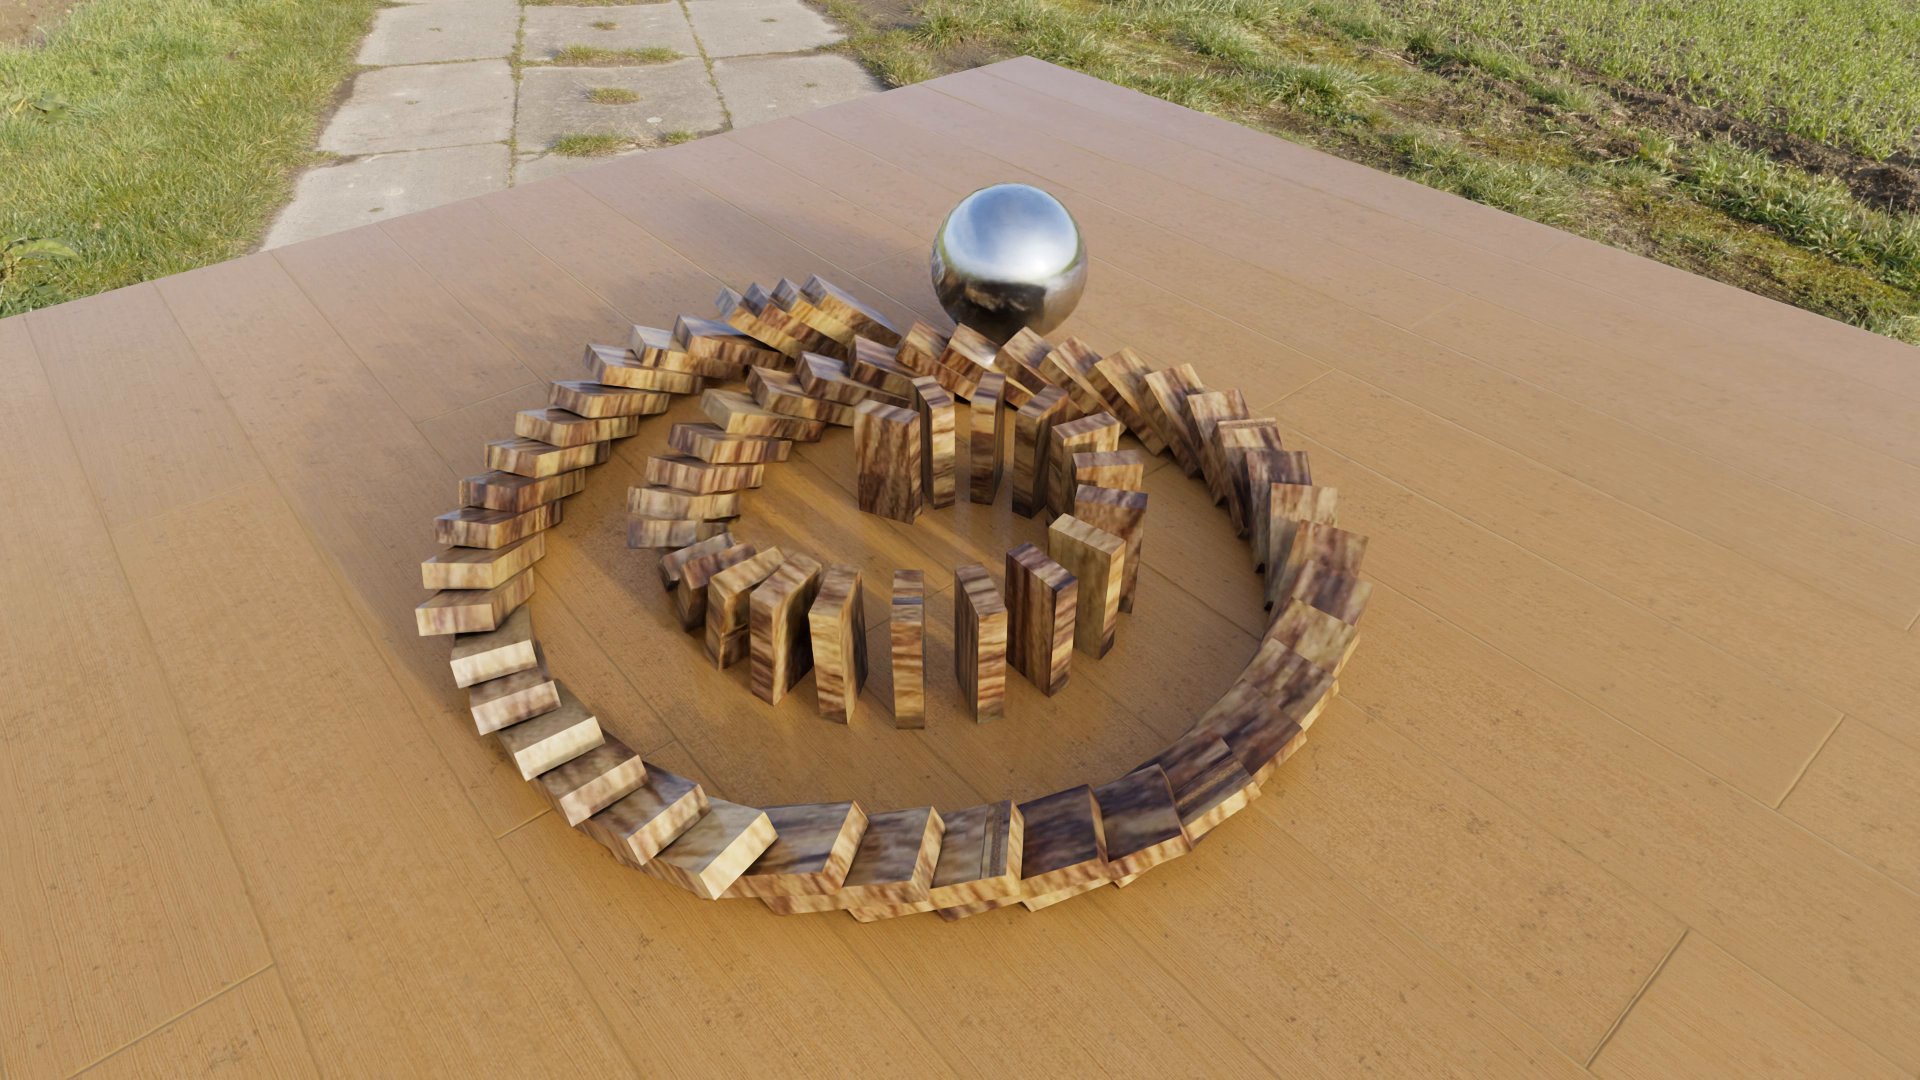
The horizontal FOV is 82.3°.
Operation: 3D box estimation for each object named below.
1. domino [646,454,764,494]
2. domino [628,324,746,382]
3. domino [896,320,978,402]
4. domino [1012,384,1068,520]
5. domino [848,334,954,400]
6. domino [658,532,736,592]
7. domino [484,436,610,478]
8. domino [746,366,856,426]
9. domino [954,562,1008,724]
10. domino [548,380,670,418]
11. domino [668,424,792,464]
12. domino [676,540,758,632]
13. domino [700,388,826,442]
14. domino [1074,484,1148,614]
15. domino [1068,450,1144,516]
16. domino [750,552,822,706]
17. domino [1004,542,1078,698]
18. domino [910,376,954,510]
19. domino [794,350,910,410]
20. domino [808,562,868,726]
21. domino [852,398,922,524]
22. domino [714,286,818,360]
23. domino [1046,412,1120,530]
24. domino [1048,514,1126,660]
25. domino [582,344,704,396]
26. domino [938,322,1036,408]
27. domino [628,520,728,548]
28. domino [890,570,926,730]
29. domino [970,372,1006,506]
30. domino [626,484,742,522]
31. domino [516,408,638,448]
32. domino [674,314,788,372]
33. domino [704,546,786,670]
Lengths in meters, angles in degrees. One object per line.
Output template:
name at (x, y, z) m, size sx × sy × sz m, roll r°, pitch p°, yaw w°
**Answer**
domino at (-0.105, -0.028, 0.459) m, size 0.025 × 0.010 × 0.050 m, roll 14°, pitch 10°, yaw 16°
domino at (-0.134, -0.091, 0.538) m, size 0.050 × 0.010 × 0.025 m, roll 5°, pitch 31°, yaw -37°
domino at (-0.004, -0.084, 0.529) m, size 0.050 × 0.010 × 0.025 m, roll 29°, pitch 40°, yaw -7°
domino at (0.033, -0.036, 0.456) m, size 0.010 × 0.050 × 0.025 m, roll 24°, pitch 45°, yaw 26°
domino at (-0.028, -0.079, 0.524) m, size 0.050 × 0.009 × 0.025 m, roll 17°, pitch 35°, yaw -21°
domino at (-0.097, 0.009, 0.406) m, size 0.025 × 0.009 × 0.050 m, roll -22°, pitch 0°, yaw -18°
domino at (-0.176, -0.038, 0.473) m, size 0.025 × 0.010 × 0.050 m, roll 13°, pitch 16°, yaw 15°
domino at (-0.071, -0.066, 0.507) m, size 0.050 × 0.010 × 0.025 m, roll 7°, pitch 31°, yaw -37°
domino at (0.007, 0.035, 0.369) m, size 0.010 × 0.050 × 0.025 m, roll -12°, pitch 41°, yaw -14°
domino at (-0.161, -0.066, 0.507) m, size 0.025 × 0.010 × 0.050 m, roll 21°, pitch 17°, yaw 23°
domino at (-0.099, -0.042, 0.477) m, size 0.025 × 0.009 × 0.050 m, roll 23°, pitch 16°, yaw 25°
domino at (-0.087, 0.017, 0.393) m, size 0.025 × 0.050 × 0.010 m, roll -20°, pitch 76°, yaw -23°
domino at (-0.088, -0.056, 0.494) m, size 0.050 × 0.010 × 0.025 m, roll 2°, pitch 29°, yaw -45°
domino at (0.054, 0.004, 0.407) m, size 0.025 × 0.050 × 0.009 m, roll 8°, pitch 40°, yaw 10°
domino at (0.055, -0.011, 0.425) m, size 0.025 × 0.050 × 0.009 m, roll -4°, pitch 40°, yaw -5°
domino at (-0.059, 0.031, 0.373) m, size 0.009 × 0.050 × 0.025 m, roll 27°, pitch 46°, yaw 19°
domino at (0.027, 0.028, 0.378) m, size 0.009 × 0.050 × 0.025 m, roll -27°, pitch 46°, yaw -29°
domino at (-0.011, -0.041, 0.461) m, size 0.009 × 0.050 × 0.025 m, roll -14°, pitch 41°, yaw -17°
domino at (-0.050, -0.073, 0.516) m, size 0.050 × 0.009 × 0.025 m, roll 11°, pitch 32°, yaw -31°
domino at (-0.040, 0.035, 0.368) m, size 0.010 × 0.050 × 0.025 m, roll 8°, pitch 40°, yaw 10°
domino at (-0.029, -0.032, 0.450) m, size 0.025 × 0.050 × 0.009 m, roll 16°, pitch 42°, yaw 18°
domino at (-0.096, -0.107, 0.550) m, size 0.050 × 0.009 × 0.025 m, roll 23°, pitch 21°, yaw -41°
domino at (0.049, -0.025, 0.442) m, size 0.025 × 0.050 × 0.009 m, roll -17°, pitch 42°, yaw -20°
domino at (0.043, 0.017, 0.391) m, size 0.025 × 0.050 × 0.010 m, roll 26°, pitch 46°, yaw 28°
domino at (-0.151, -0.081, 0.526) m, size 0.050 × 0.010 × 0.025 m, roll 1°, pitch 30°, yaw -43°
domino at (0.016, -0.082, 0.526) m, size 0.050 × 0.009 × 0.025 m, roll 29°, pitch 40°, yaw -7°
domino at (-0.108, -0.002, 0.423) m, size 0.025 × 0.009 × 0.050 m, roll 0°, pitch 0°, yaw 1°
domino at (-0.017, 0.037, 0.366) m, size 0.010 × 0.050 × 0.025 m, roll 0°, pitch 39°, yaw 0°
domino at (0.012, -0.042, 0.463) m, size 0.009 × 0.050 × 0.025 m, roll 8°, pitch 40°, yaw 10°
domino at (-0.110, -0.015, 0.441) m, size 0.025 × 0.010 × 0.050 m, roll 10°, pitch 6°, yaw 11°
domino at (-0.170, -0.052, 0.490) m, size 0.025 × 0.010 × 0.050 m, roll 16°, pitch 17°, yaw 19°
domino at (-0.114, -0.098, 0.547) m, size 0.050 × 0.009 × 0.025 m, roll 6°, pitch 31°, yaw -36°
domino at (-0.074, 0.025, 0.381) m, size 0.025 × 0.050 × 0.009 m, roll -28°, pitch 67°, yaw -30°
